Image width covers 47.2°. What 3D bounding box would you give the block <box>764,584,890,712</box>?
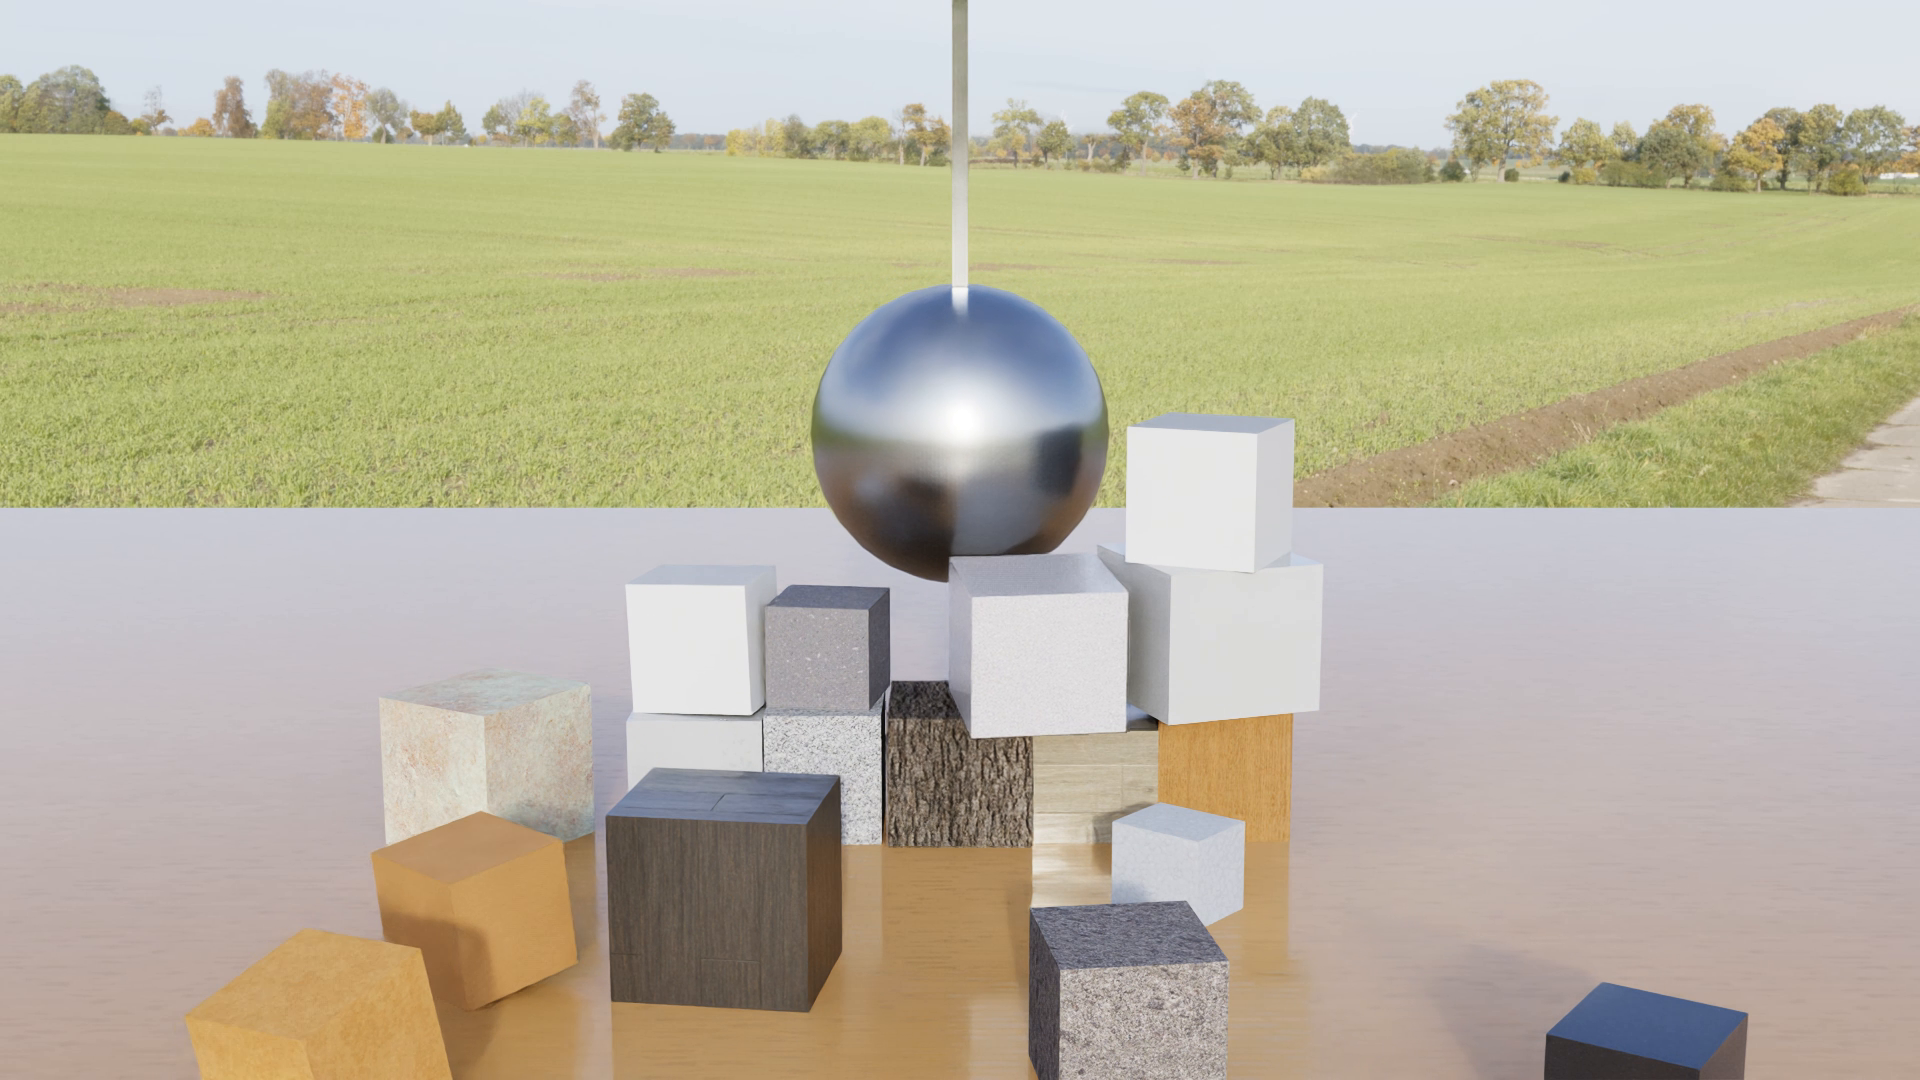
[{"bbox_3d":[-0.675,0.548,11.346,0.531,0.523,0.566,2,10,9],"label":"block"}]

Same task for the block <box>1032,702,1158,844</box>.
[{"bbox_3d":[0.683,1.187,11.398,0.628,0.586,0.654,0,10,0],"label":"block"}]

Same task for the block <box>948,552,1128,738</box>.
[{"bbox_3d":[0.375,0.511,10.990,0.758,0.702,0.842,-2,13,-8],"label":"block"}]

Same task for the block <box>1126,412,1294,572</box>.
[{"bbox_3d":[1.254,-0.251,10.993,0.660,0.676,0.645,5,11,24],"label":"block"}]

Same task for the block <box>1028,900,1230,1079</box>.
[{"bbox_3d":[0.617,1.757,8.219,0.616,0.601,0.651,-1,10,-8],"label":"block"}]

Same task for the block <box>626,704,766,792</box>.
[{"bbox_3d":[-1.328,1.158,11.389,0.676,0.646,0.727,0,10,0],"label":"block"}]

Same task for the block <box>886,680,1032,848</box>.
[{"bbox_3d":[0.002,1.143,11.313,0.726,0.675,0.677,0,13,0],"label":"block"}]

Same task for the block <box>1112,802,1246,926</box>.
[{"bbox_3d":[1.006,1.500,10.146,0.470,0.419,0.390,8,13,39],"label":"block"}]

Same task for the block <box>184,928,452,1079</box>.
[{"bbox_3d":[-2.240,1.797,7.728,0.548,0.569,0.593,3,23,28],"label":"block"}]

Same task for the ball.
[{"bbox_3d":[0.000,-0.567,11.751,1.600,1.600,1.600,0,10,0],"label":"ball"}]

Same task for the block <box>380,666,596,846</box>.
[{"bbox_3d":[-2.380,1.139,11.113,0.704,0.782,0.768,6,12,31],"label":"block"}]

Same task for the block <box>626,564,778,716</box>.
[{"bbox_3d":[-1.304,0.503,11.272,0.625,0.661,0.525,0,11,13],"label":"block"}]

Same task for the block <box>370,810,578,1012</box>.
[{"bbox_3d":[-2.047,1.555,9.281,0.590,0.564,0.552,10,20,43],"label":"block"}]

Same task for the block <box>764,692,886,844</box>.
[{"bbox_3d":[-0.689,1.148,11.382,0.587,0.669,0.685,0,10,0],"label":"block"}]

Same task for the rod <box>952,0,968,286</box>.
[{"bbox_3d":[0.000,-3.824,10.777,0.080,5.200,0.080,0,17,0],"label":"rod"}]

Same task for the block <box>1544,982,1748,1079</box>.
[{"bbox_3d":[2.375,1.915,7.631,0.518,0.502,0.577,7,12,34],"label":"block"}]

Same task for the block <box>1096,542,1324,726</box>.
[{"bbox_3d":[1.252,0.436,11.183,0.832,0.744,0.880,-4,11,-20],"label":"block"}]

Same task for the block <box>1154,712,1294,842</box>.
[{"bbox_3d":[1.334,1.130,11.401,0.675,0.698,0.642,0,10,0],"label":"block"}]

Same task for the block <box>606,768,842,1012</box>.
[{"bbox_3d":[-0.979,1.461,9.295,0.833,0.799,0.708,1,10,8],"label":"block"}]
